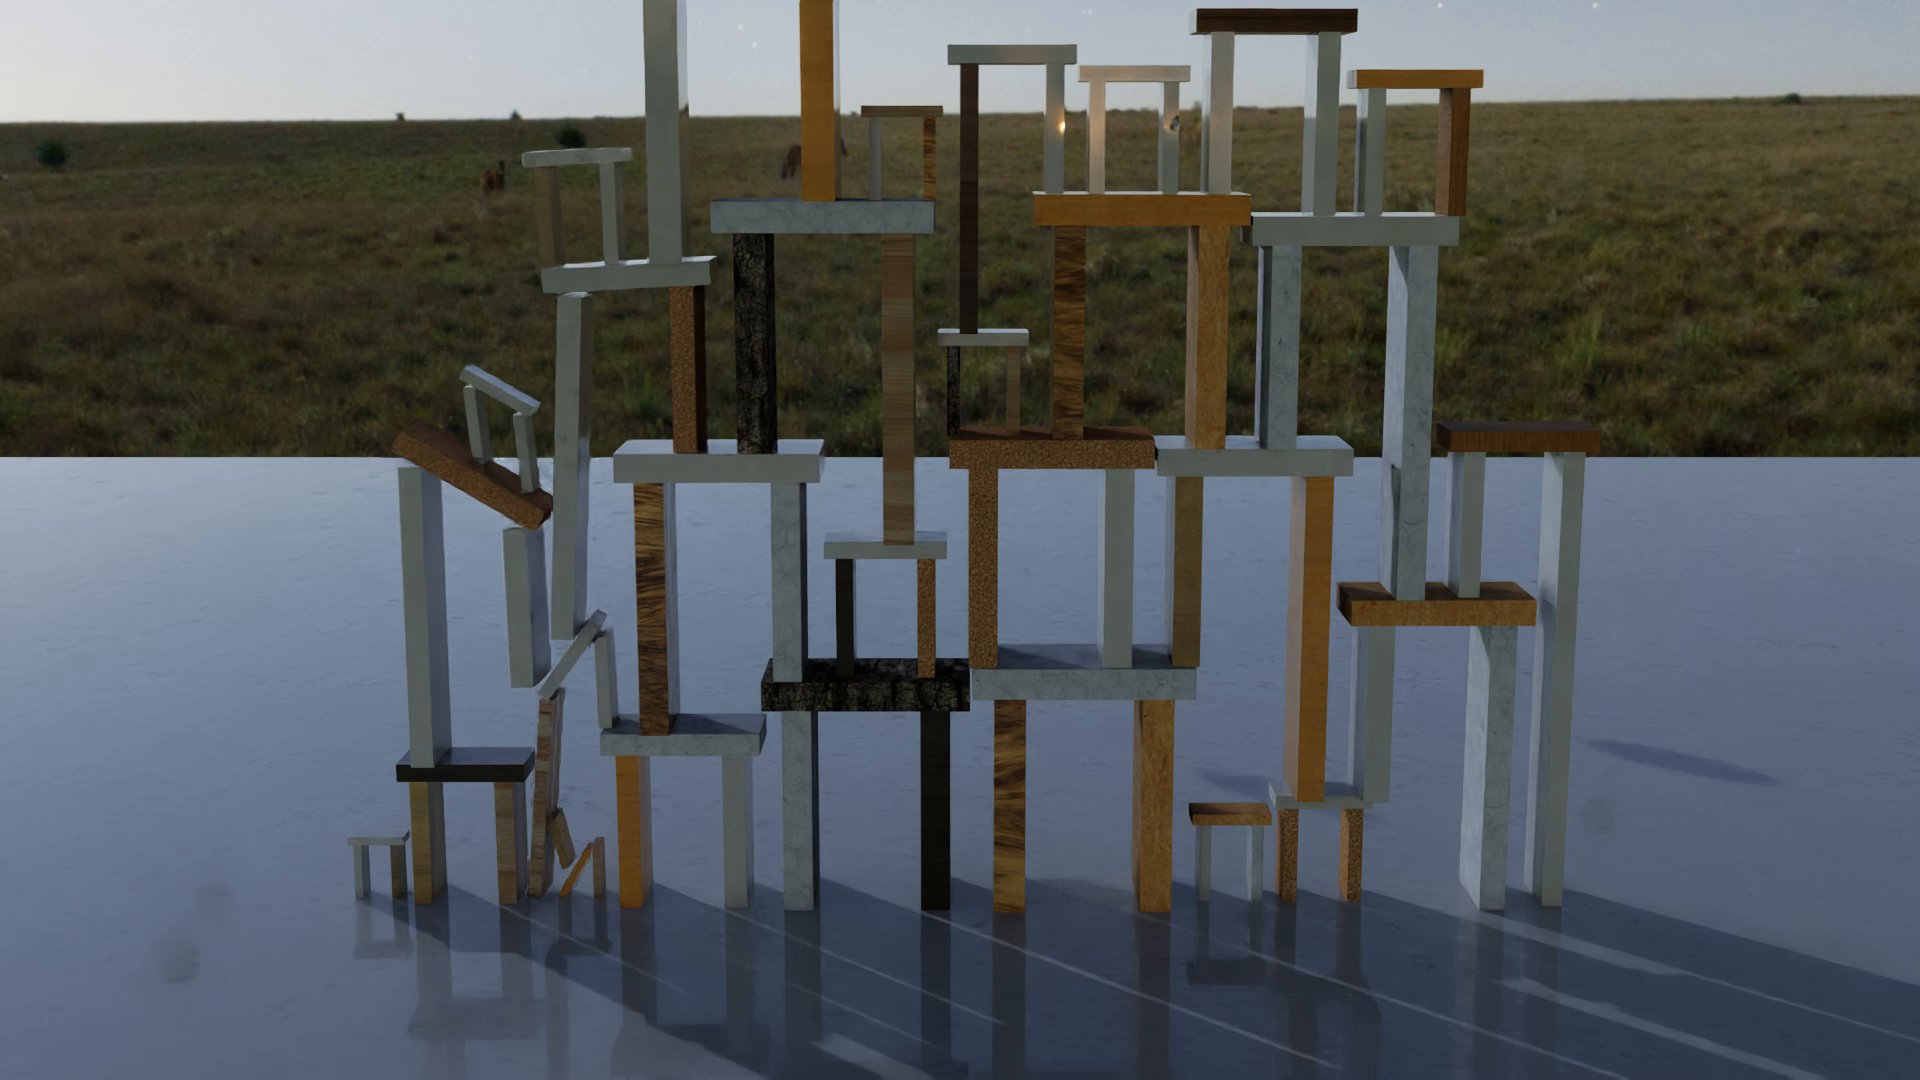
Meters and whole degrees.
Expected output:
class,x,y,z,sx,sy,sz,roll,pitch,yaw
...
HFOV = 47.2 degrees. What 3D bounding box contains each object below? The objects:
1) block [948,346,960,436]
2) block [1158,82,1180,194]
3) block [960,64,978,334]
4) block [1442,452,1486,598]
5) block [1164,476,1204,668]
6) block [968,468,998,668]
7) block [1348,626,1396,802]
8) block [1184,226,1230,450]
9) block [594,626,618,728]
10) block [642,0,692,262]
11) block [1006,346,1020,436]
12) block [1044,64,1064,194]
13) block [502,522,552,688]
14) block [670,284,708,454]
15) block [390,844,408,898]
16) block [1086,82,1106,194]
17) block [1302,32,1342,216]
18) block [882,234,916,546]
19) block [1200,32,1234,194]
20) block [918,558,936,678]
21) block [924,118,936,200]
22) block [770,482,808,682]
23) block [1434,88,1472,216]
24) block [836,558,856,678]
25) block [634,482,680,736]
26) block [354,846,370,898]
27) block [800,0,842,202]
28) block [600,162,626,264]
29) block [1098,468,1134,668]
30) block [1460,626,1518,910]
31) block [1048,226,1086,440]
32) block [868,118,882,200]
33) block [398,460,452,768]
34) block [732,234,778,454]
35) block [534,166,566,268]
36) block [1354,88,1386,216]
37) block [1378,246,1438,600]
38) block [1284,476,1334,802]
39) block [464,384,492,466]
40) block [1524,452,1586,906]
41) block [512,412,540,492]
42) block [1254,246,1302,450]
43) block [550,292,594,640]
class,x,y,z,sx,sy,sz,roll,pitch,yaw
block,-0.010,-0.243,3.520,0.020,0.143,0.072,0,11,0
block,0.327,-0.630,3.445,0.024,0.171,0.086,0,11,0
block,0.014,-0.535,3.455,0.028,0.415,0.099,0,11,0
block,0.814,-0.034,3.553,0.033,0.236,0.118,0,11,0
block,0.362,0.038,3.569,0.044,0.309,0.154,0,11,0
block,0.037,0.032,3.562,0.046,0.322,0.161,0,11,0
block,0.673,0.268,3.605,0.042,0.293,0.147,0,10,0
block,0.393,-0.329,3.503,0.047,0.348,0.167,0,11,0
block,-0.580,0.225,3.607,0.022,0.153,0.076,-2,11,-1
block,-0.456,-0.664,3.432,0.050,0.450,0.178,0,10,-2
block,0.085,-0.243,3.520,0.020,0.143,0.072,0,11,0
block,0.146,-0.642,3.436,0.028,0.198,0.099,0,11,0
block,-0.703,0.099,3.573,0.037,0.260,0.130,-1,9,2
block,-0.432,-0.277,3.505,0.037,0.261,0.131,0,11,1
block,-0.934,0.545,3.660,0.013,0.092,0.046,0,11,0
block,0.213,-0.630,3.444,0.024,0.171,0.086,0,11,0
block,0.564,-0.649,3.434,0.035,0.278,0.122,0,11,0
block,-0.097,-0.248,3.519,0.049,0.490,0.172,0,11,0
block,0.401,-0.665,3.431,0.035,0.245,0.122,0,11,0
block,-0.054,0.118,3.581,0.028,0.196,0.098,0,11,0
block,-0.047,-0.598,3.448,0.018,0.127,0.063,0,11,0
block,-0.276,0.054,3.572,0.046,0.324,0.162,0,11,0
block,0.771,-0.608,3.442,0.028,0.194,0.097,0,11,0
block,-0.185,0.118,3.581,0.028,0.196,0.098,0,11,0
block,-0.492,0.098,3.580,0.046,0.412,0.162,0,11,-1
block,-0.995,0.545,3.660,0.013,0.092,0.046,0,11,0
block,-0.217,-0.710,3.425,0.050,0.355,0.178,0,11,0
block,-0.546,-0.515,3.464,0.022,0.157,0.078,-1,11,1
block,0.252,0.032,3.562,0.046,0.322,0.161,0,11,0
block,0.869,0.357,3.621,0.042,0.475,0.147,0,11,0
block,0.170,-0.336,3.502,0.047,0.333,0.166,0,11,0
block,-0.132,-0.598,3.449,0.018,0.127,0.063,0,11,0
block,-0.870,0.115,3.579,0.037,0.491,0.130,0,11,0
block,-0.326,-0.320,3.508,0.049,0.344,0.172,0,10,0
block,-0.648,-0.511,3.471,0.022,0.157,0.078,-2,11,2
block,0.641,-0.608,3.443,0.028,0.194,0.097,0,11,0
block,0.717,-0.193,3.523,0.045,0.560,0.159,0,11,0
block,0.568,0.148,3.590,0.044,0.534,0.154,0,11,0
block,-0.773,-0.187,3.524,0.018,0.125,0.063,-5,11,1
block,0.971,0.220,3.600,0.033,0.753,0.118,0,11,0
block,-0.696,-0.143,3.532,0.018,0.125,0.063,-5,10,1
block,0.505,-0.313,3.501,0.045,0.318,0.159,0,11,0
block,-0.622,-0.120,3.528,0.037,0.545,0.130,3,10,-2
